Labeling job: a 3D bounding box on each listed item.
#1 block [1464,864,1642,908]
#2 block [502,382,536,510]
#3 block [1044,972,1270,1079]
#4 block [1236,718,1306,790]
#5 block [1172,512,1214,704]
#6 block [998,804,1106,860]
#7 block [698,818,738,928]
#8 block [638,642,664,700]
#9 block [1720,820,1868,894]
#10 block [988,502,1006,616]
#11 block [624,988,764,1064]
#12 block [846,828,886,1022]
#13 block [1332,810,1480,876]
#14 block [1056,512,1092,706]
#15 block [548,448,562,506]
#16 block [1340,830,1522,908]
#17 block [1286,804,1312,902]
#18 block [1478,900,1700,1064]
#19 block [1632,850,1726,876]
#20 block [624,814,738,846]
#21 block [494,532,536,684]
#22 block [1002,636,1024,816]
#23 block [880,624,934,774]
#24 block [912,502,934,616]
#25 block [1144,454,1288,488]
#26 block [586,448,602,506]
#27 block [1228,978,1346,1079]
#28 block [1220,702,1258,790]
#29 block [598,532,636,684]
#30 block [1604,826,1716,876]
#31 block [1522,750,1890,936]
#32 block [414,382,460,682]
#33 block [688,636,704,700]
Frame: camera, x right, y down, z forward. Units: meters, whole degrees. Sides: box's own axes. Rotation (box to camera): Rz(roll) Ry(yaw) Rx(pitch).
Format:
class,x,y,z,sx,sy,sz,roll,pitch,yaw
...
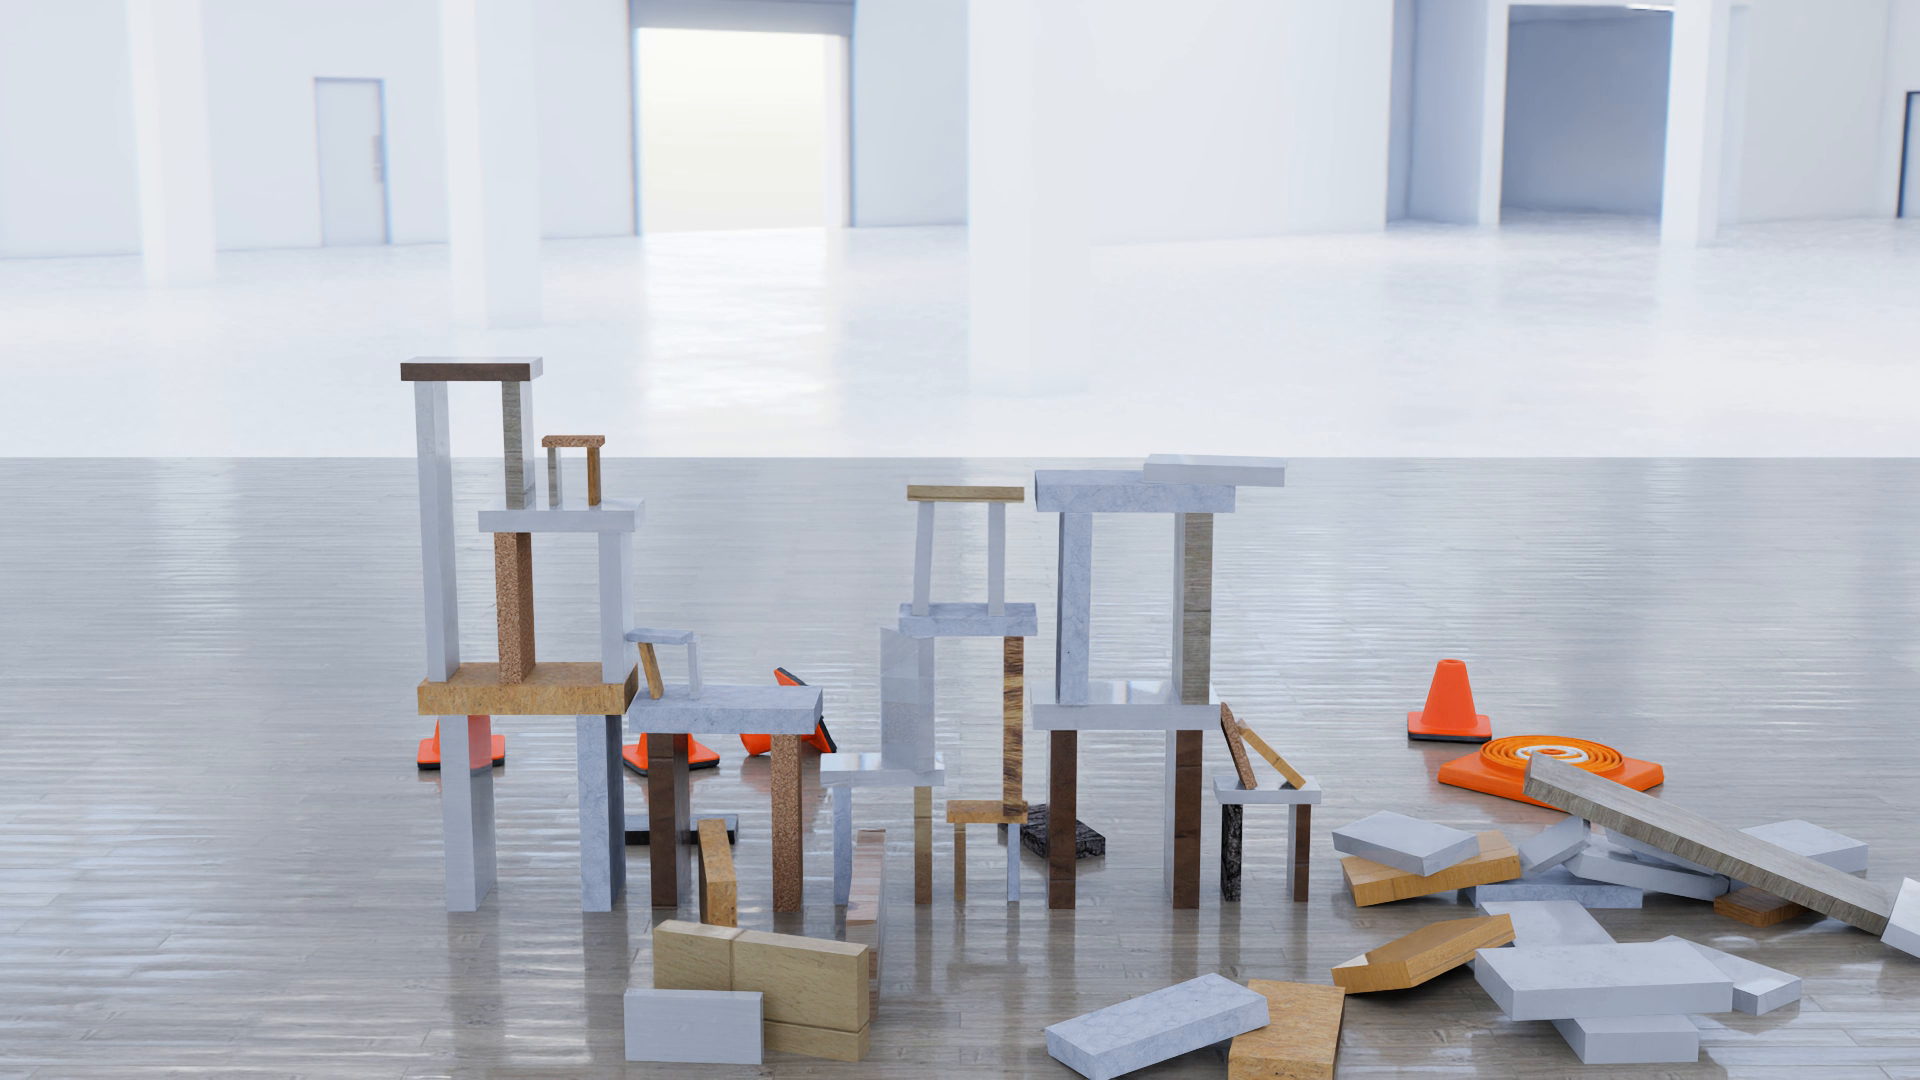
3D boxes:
class,x,y,z,sx,sy,sz,roll,pitch,yaw
block,0.981,0.571,3.665,0.272,0.039,0.136,0,11,1
block,-0.707,-0.159,3.527,0.029,0.204,0.102,0,11,-1
block,0.271,0.667,3.021,0.275,0.039,0.137,-12,9,-24
block,0.509,0.351,3.616,0.134,0.019,0.067,43,5,-10
block,0.378,0.097,3.579,0.044,0.312,0.156,0,11,-1
block,0.162,0.523,3.942,0.111,0.031,0.221,-4,11,-22
block,-0.379,0.556,3.434,0.043,0.153,0.307,-2,11,-9
block,-0.505,0.208,3.594,0.014,0.095,0.048,-12,10,3
block,1.387,0.545,3.789,0.315,0.045,0.157,-5,12,-25
block,0.059,0.022,3.566,0.026,0.186,0.093,0,10,0
block,-0.364,0.665,3.008,0.187,0.094,0.027,1,11,4
block,-0.140,0.575,3.331,0.043,0.153,0.418,0,11,0
block,0.747,0.508,3.697,0.118,0.033,0.236,-17,11,-26
block,0.185,0.097,3.575,0.044,0.312,0.156,1,11,0
block,-0.653,-0.106,3.544,0.013,0.095,0.047,0,11,0
block,0.781,0.545,3.660,0.272,0.039,0.136,-11,10,3
block,0.563,0.507,3.657,0.024,0.167,0.084,0,11,0
block,0.918,0.645,3.253,0.158,0.045,0.518,0,11,-3
block,1.188,0.510,3.649,0.178,0.025,0.089,11,22,-16
block,-0.513,0.522,3.964,0.219,0.027,0.094,0,11,-1
block,-0.723,0.098,3.574,0.035,0.247,0.124,0,11,0
block,0.087,0.292,3.616,0.031,0.300,0.111,0,11,1
block,-0.086,0.258,3.589,0.031,0.222,0.111,-7,13,-34
block,-0.059,0.022,3.565,0.026,0.186,0.093,3,10,-1
block,0.410,-0.112,3.520,0.221,0.031,0.111,2,11,10
block,-0.590,-0.106,3.544,0.013,0.095,0.047,0,11,0
block,0.457,0.684,3.054,0.137,0.039,0.275,2,11,13
block,0.453,0.338,3.616,0.019,0.134,0.067,-20,11,0
block,-0.557,0.098,3.574,0.035,0.248,0.124,0,11,0
block,1.143,0.490,3.594,0.178,0.025,0.089,18,21,0
block,1.205,0.488,3.566,0.593,0.033,0.118,22,21,9
block,-0.844,-0.020,3.553,0.029,0.487,0.102,0,11,0
block,-0.433,0.208,3.594,0.014,0.095,0.048,-1,10,2
